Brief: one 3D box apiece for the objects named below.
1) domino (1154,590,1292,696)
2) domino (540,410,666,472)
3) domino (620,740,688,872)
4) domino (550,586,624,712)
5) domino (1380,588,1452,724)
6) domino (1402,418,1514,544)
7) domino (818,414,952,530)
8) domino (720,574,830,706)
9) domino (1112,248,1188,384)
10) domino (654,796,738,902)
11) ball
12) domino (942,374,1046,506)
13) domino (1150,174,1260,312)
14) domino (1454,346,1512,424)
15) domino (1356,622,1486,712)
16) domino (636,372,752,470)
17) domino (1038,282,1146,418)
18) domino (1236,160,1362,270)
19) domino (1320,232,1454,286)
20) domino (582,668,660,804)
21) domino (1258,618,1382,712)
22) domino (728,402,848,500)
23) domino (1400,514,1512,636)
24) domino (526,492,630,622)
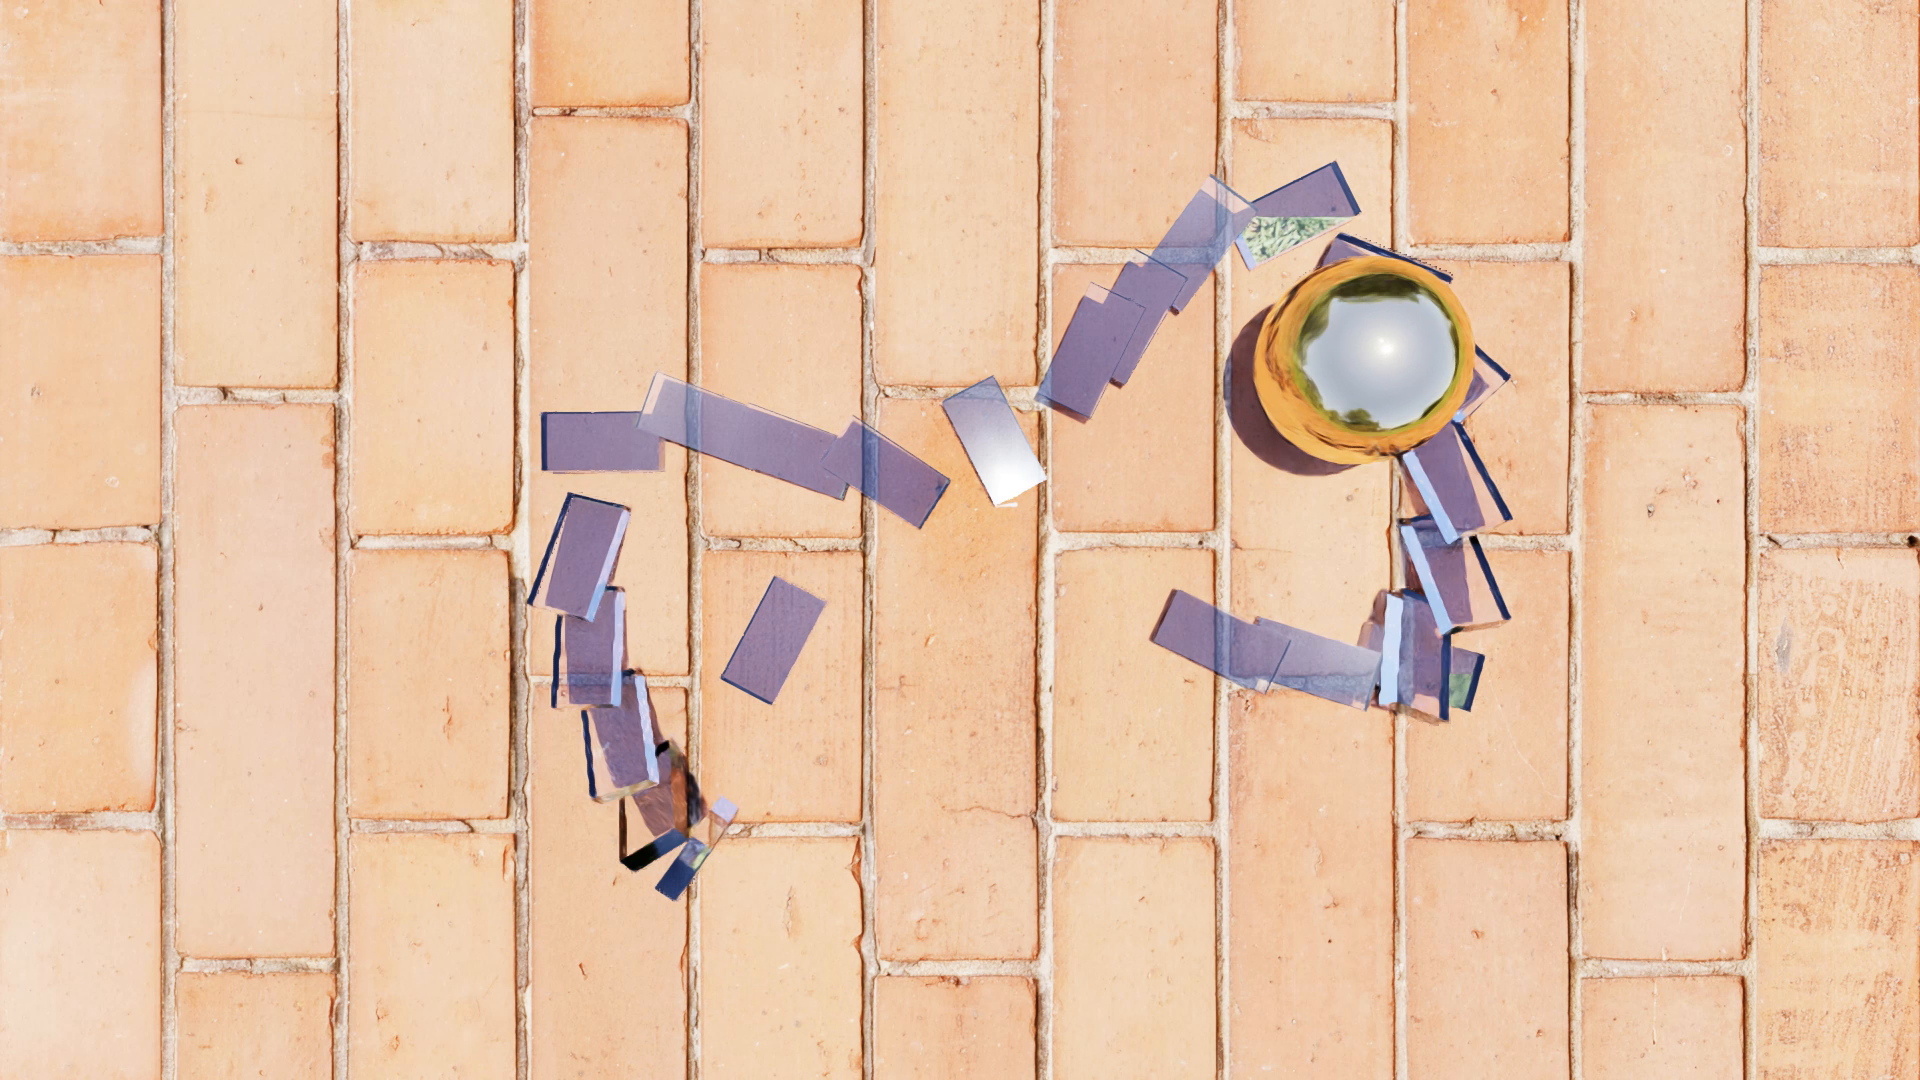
[{"bbox_3d":[0.111,0.043,0.389,0.050,0.010,0.025,25,92,13],"label":"domino"},{"bbox_3d":[-0.154,-0.042,0.395,0.050,0.009,0.025,-1,90,0],"label":"domino"},{"bbox_3d":[-0.126,0.108,0.377,0.025,0.050,0.009,-31,126,0],"label":"domino"},{"bbox_3d":[-0.157,0.046,0.388,0.025,0.010,0.050,-4,72,0],"label":"domino"},{"bbox_3d":[0.189,0.048,0.379,0.025,0.010,0.050,21,66,-11],"label":"domino"},{"bbox_3d":[0.208,-0.026,0.388,0.025,0.010,0.050,-19,74,-5],"label":"domino"},{"bbox_3d":[-0.032,-0.029,0.389,0.050,0.009,0.025,33,87,-13],"label":"domino"},{"bbox_3d":[-0.080,0.043,0.395,0.025,0.010,0.050,28,90,0],"label":"domino"},{"bbox_3d":[0.072,-0.094,0.390,0.025,0.009,0.050,29,103,0],"label":"domino"},{"bbox_3d":[-0.107,0.125,0.375,0.010,0.050,0.025,36,90,-3],"label":"domino"},{"bbox_3d":[0.157,-0.070,0.360,0.080,0.080,0.080,0,90,0],"label":"ball"},{"bbox_3d":[0.015,-0.043,0.395,0.025,0.010,0.050,-27,90,0],"label":"domino"},{"bbox_3d":[0.100,-0.126,0.390,0.025,0.009,0.050,37,104,0],"label":"domino"},{"bbox_3d":[0.204,-0.077,0.390,0.025,0.009,0.050,-42,78,0],"label":"domino"},{"bbox_3d":[0.197,0.054,0.395,0.050,0.010,0.025,16,90,0],"label":"domino"},{"bbox_3d":[-0.108,-0.050,0.390,0.050,0.009,0.025,20,90,-13],"label":"domino"},{"bbox_3d":[0.055,-0.079,0.385,0.025,0.010,0.050,26,103,1],"label":"domino"},{"bbox_3d":[0.143,-0.140,0.395,0.050,0.010,0.025,-26,90,0],"label":"domino"},{"bbox_3d":[0.178,-0.109,0.389,0.050,0.010,0.025,27,86,12],"label":"domino"},{"bbox_3d":[-0.143,0.082,0.384,0.025,0.009,0.050,-20,61,0],"label":"domino"},{"bbox_3d":[0.150,0.052,0.390,0.050,0.009,0.025,17,90,12],"label":"domino"},{"bbox_3d":[-0.070,-0.038,0.390,0.050,0.010,0.025,20,90,-14],"label":"domino"},{"bbox_3d":[0.207,0.013,0.384,0.025,0.009,0.050,-7,65,-3],"label":"domino"},{"bbox_3d":[-0.161,0.007,0.389,0.025,0.009,0.050,13,74,0],"label":"domino"}]
